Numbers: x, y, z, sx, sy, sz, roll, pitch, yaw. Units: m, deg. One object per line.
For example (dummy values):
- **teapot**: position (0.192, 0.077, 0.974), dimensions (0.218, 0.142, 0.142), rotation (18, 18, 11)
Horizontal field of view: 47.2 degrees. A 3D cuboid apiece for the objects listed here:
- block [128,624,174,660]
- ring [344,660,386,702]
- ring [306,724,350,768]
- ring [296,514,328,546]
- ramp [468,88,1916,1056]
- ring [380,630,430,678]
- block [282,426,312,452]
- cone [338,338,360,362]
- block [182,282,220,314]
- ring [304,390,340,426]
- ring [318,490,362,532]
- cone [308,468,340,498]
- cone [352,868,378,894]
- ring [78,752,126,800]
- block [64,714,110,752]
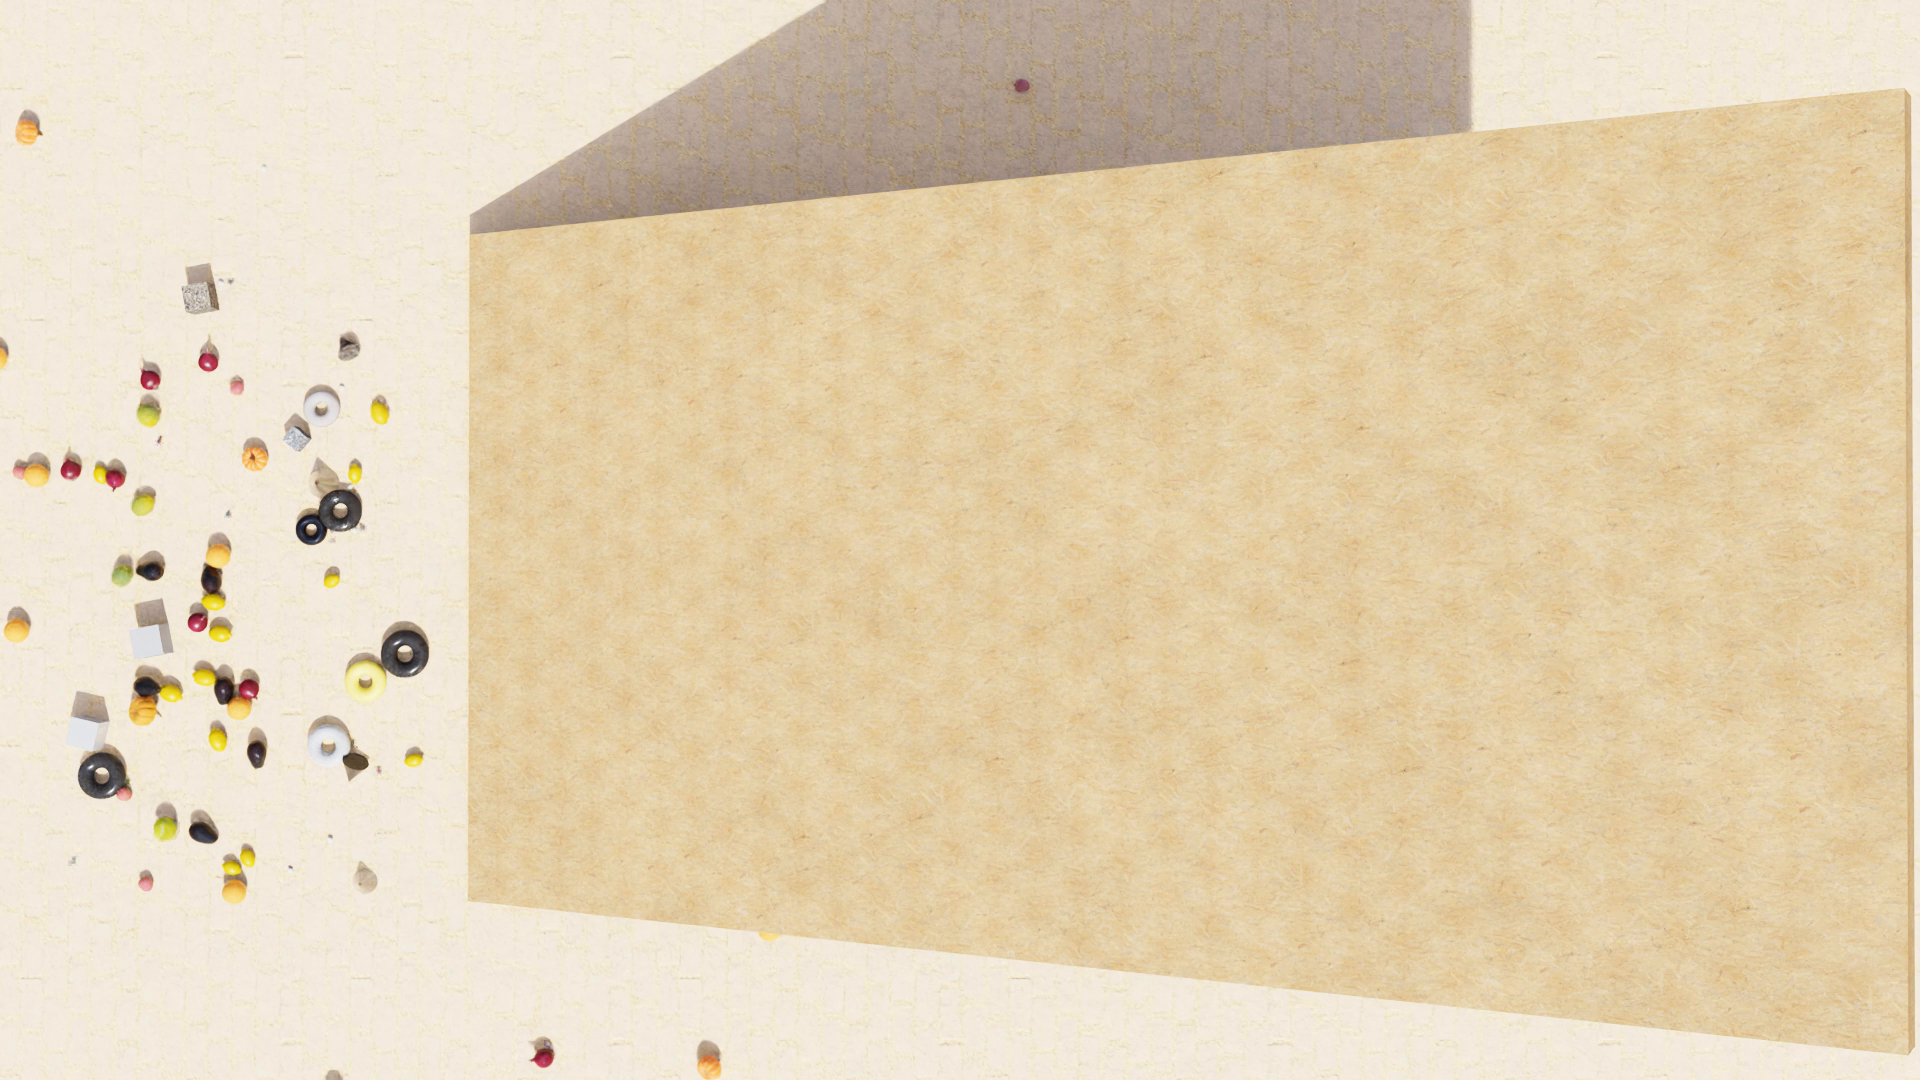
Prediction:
- **block**: position (-2.441, 0.306, 6.639), dimensions (0.090, 0.090, 0.090), rotation (-11, 89, 0)
- **ring**: position (-1.801, 0.428, 6.663), dimensions (0.127, 0.042, 0.127), rotation (0, 91, 0)
- **ring**: position (-1.912, 0.623, 6.660), dimensions (0.131, 0.044, 0.131), rotation (0, 90, -1)
- **ring**: position (-1.968, -0.032, 6.672), dimensions (0.098, 0.033, 0.098), rotation (0, 90, -1)
- **ramp**: position (0.266, 0.073, 5.615), dimensions (4.000, 0.100, 2.000), rotation (0, 89, 31)
- **ring**: position (-1.681, 0.345, 6.660), dimensions (0.147, 0.049, 0.147), rotation (0, 88, 0)
- **block**: position (-2.009, -0.306, 6.663), dimensions (0.054, 0.054, 0.054), rotation (41, 90, 0)
- **cone**: position (-1.868, -0.592, 6.677), dimensions (0.069, 0.069, 0.069), rotation (-35, 63, 0)
- **block**: position (-2.298, -0.731, 6.655), dimensions (0.079, 0.079, 0.079), rotation (-10, 89, 0)
- **ring**: position (-1.937, -0.399, 6.672), dimensions (0.112, 0.037, 0.112), rotation (0, 88, 0)
- **ring**: position (-1.878, -0.088, 6.664), dimensions (0.131, 0.044, 0.131), rotation (0, 86, -5)
- **cone**: position (-1.935, -0.174, 6.640), dimensions (0.097, 0.097, 0.097), rotation (0, 89, 0)
- **cone**: position (-1.806, 1.036, 6.639), dimensions (0.076, 0.076, 0.076), rotation (0, 89, 0)
- **ring**: position (-2.598, 0.714, 6.657), dimensions (0.143, 0.048, 0.143), rotation (0, 89, -1)
- **block**: position (-2.634, 0.582, 6.639), dimensions (0.086, 0.086, 0.086), rotation (13, 89, 0)
